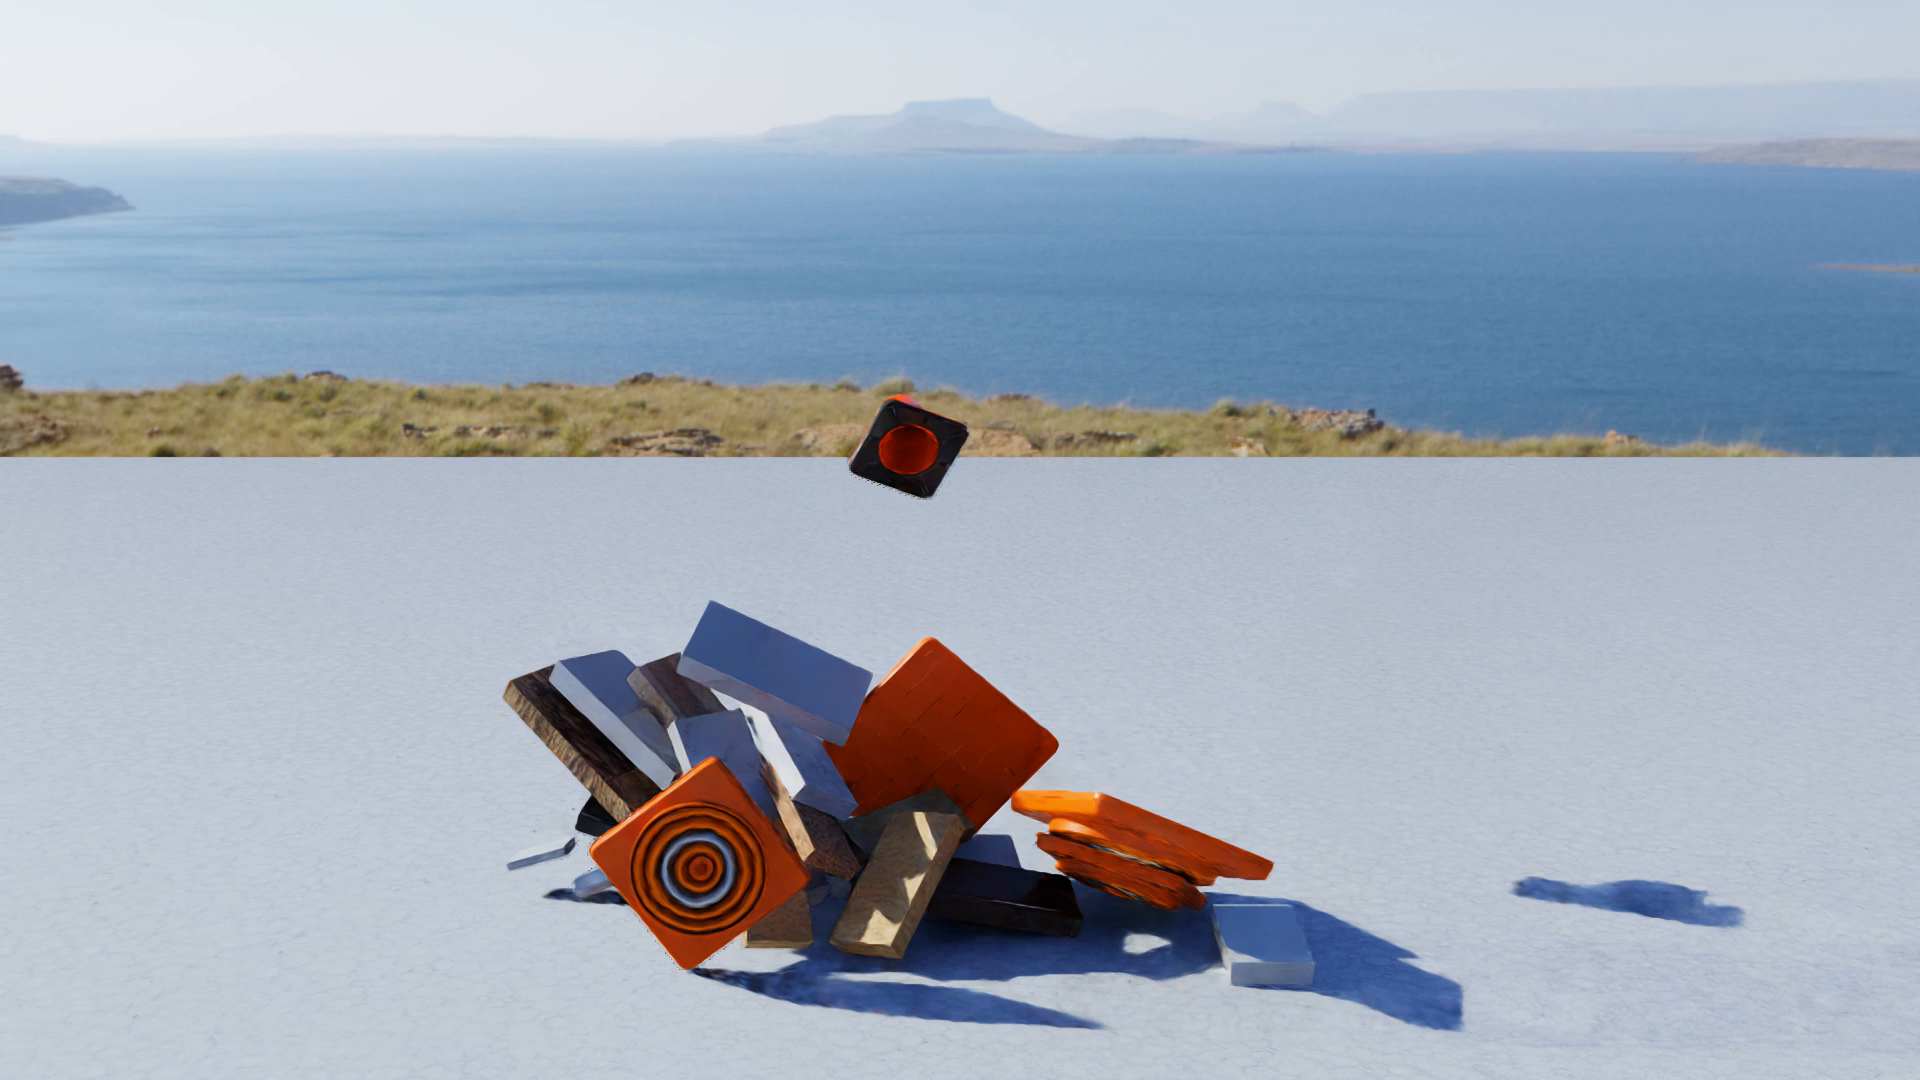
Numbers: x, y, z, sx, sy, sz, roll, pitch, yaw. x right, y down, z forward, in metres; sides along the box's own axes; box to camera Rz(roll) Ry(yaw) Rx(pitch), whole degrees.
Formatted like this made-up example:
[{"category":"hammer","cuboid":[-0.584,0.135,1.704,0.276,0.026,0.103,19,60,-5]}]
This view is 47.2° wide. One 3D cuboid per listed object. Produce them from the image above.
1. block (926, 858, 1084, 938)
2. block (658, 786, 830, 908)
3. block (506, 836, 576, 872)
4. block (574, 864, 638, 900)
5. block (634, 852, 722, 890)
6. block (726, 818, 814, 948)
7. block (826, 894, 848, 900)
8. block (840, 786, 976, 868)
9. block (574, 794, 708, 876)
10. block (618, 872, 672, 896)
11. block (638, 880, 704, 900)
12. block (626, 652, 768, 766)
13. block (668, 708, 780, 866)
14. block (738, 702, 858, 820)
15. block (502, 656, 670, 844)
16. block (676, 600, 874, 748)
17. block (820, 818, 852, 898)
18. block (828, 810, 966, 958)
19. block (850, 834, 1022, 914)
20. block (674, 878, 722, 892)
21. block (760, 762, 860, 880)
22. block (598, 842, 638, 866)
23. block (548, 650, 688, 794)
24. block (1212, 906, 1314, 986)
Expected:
[{"category":"block","cuboid":[0.063,0.563,3.485,0.248,0.035,0.124,11,22,-14]},{"category":"block","cuboid":[-0.348,0.493,3.531,0.140,0.040,0.281,-14,44,-38]},{"category":"block","cuboid":[-0.700,0.525,3.682,0.106,0.015,0.053,-17,10,13]},{"category":"block","cuboid":[-0.590,0.562,3.665,0.106,0.015,0.053,-23,20,-8]},{"category":"block","cuboid":[-0.418,0.528,3.660,0.229,0.032,0.114,13,26,-5]},{"category":"block","cuboid":[-0.296,0.533,3.416,0.104,0.208,0.029,5,-36,-25]},{"category":"block","cuboid":[-0.275,0.531,3.657,0.229,0.032,0.114,14,27,-5]},{"category":"block","cuboid":[-0.088,0.476,3.594,0.208,0.029,0.104,-16,44,-36]},{"category":"block","cuboid":[-0.508,0.474,3.639,0.229,0.032,0.114,19,27,3]},{"category":"block","cuboid":[-0.517,0.562,3.666,0.103,0.015,0.051,-18,9,4]},{"category":"block","cuboid":[-0.481,0.583,3.666,0.103,0.015,0.051,0,11,1]},{"category":"block","cuboid":[-0.433,0.300,3.629,0.243,0.034,0.122,50,28,11]},{"category":"block","cuboid":[-0.370,0.393,3.522,0.121,0.243,0.034,-8,-28,-32]},{"category":"block","cuboid":[-0.264,0.347,3.569,0.122,0.034,0.243,29,17,-42]},{"category":"block","cuboid":[-0.592,0.346,3.669,0.356,0.042,0.148,43,35,20]},{"category":"block","cuboid":[-0.300,0.216,3.585,0.296,0.042,0.148,25,38,-3]},{"category":"block","cuboid":[-0.219,0.516,3.625,0.281,0.040,0.140,12,35,-7]},{"category":"block","cuboid":[-0.097,0.534,3.427,0.124,0.035,0.248,-3,45,38]},{"category":"block","cuboid":[-0.039,0.544,3.580,0.281,0.040,0.140,2,37,-17]},{"category":"block","cuboid":[-0.422,0.569,3.664,0.103,0.015,0.051,6,10,-1]},{"category":"block","cuboid":[-0.238,0.443,3.484,0.104,0.029,0.208,30,18,-41]},{"category":"block","cuboid":[-0.545,0.527,3.668,0.106,0.015,0.053,10,14,0]},{"category":"block","cuboid":[-0.532,0.298,3.659,0.296,0.042,0.148,40,24,23]},{"category":"block","cuboid":[0.465,0.623,3.394,0.124,0.035,0.247,0,11,0]}]
